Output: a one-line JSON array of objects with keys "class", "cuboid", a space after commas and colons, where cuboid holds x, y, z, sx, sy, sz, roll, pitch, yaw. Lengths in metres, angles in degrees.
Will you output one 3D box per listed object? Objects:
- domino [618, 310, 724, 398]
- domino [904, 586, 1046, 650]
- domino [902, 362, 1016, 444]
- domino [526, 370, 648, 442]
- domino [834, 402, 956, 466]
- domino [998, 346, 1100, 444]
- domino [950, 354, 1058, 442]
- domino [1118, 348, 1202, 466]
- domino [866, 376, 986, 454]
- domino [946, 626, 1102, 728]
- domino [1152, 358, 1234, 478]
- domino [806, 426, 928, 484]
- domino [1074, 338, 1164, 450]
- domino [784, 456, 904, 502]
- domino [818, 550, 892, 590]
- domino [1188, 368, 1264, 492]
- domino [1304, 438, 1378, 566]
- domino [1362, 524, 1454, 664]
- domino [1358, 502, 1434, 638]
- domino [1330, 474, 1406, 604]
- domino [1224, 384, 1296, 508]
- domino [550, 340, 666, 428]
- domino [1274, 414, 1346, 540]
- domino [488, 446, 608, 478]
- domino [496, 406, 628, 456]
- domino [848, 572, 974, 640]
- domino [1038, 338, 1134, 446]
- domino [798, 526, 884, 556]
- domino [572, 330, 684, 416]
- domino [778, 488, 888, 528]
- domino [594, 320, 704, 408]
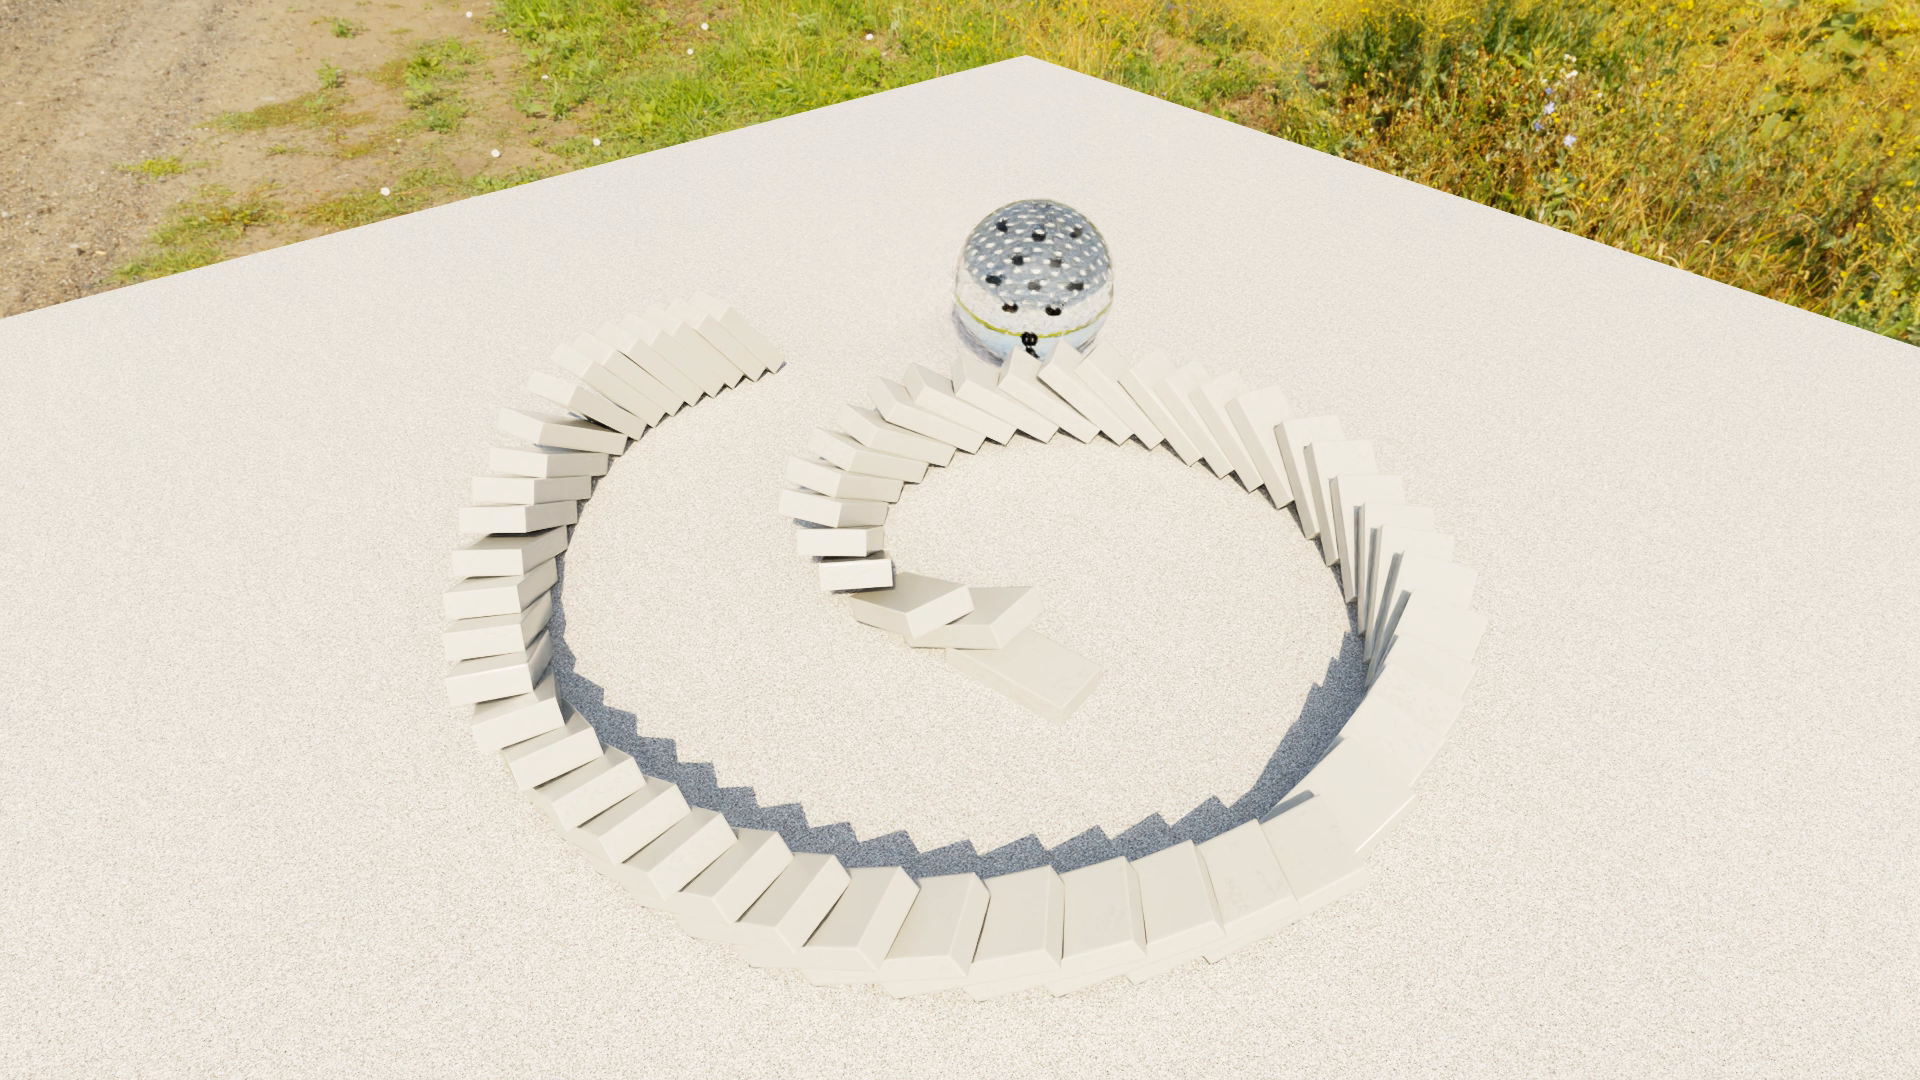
[{"class": "domino", "cuboid": [-0.136, -0.087, 0.521, 0.025, 0.050, 0.009, 30, 83, 32]}, {"class": "domino", "cuboid": [0.004, 0.027, 0.390, 0.050, 0.009, 0.025, -5, 27, 49]}, {"class": "domino", "cuboid": [0.000, -0.062, 0.497, 0.050, 0.010, 0.025, 21, 25, -29]}, {"class": "domino", "cuboid": [-0.165, -0.059, 0.489, 0.025, 0.050, 0.010, 21, 85, 23]}, {"class": "domino", "cuboid": [-0.028, -0.045, 0.478, 0.050, 0.010, 0.025, 9, 23, -49]}, {"class": "domino", "cuboid": [0.042, -0.067, 0.505, 0.050, 0.009, 0.025, 30, 38, -13]}, {"class": "domino", "cuboid": [0.020, -0.065, 0.502, 0.050, 0.010, 0.025, 24, 31, -23]}, {"class": "domino", "cuboid": [0.096, -0.060, 0.495, 0.025, 0.010, 0.050, -38, 88, -37]}, {"class": "domino", "cuboid": [-0.015, -0.056, 0.490, 0.050, 0.010, 0.025, 17, 25, -37]}, {"class": "domino", "cuboid": [0.022, 0.044, 0.390, 0.050, 0.010, 0.025, 26, 46, 28]}, {"class": "domino", "cuboid": [0.110, -0.054, 0.488, 0.025, 0.010, 0.050, -33, 85, -35]}, {"class": "domino", "cuboid": [-0.039, -0.036, 0.466, 0.025, 0.010, 0.050, 30, 14, 31]}, {"class": "domino", "cuboid": [0.076, -0.067, 0.502, 0.050, 0.010, 0.025, 44, 41, -4]}, {"class": "domino", "cuboid": [-0.047, -0.025, 0.452, 0.025, 0.010, 0.050, 21, 9, 25]}, {"class": "domino", "cuboid": [-0.038, 0.011, 0.408, 0.025, 0.010, 0.050, -4, 3, -5]}, {"class": "domino", "cuboid": [0.123, -0.048, 0.480, 0.025, 0.009, 0.050, -26, 81, -32]}, {"class": "domino", "cuboid": [0.156, -0.015, 0.442, 0.025, 0.010, 0.050, -3, 71, -6]}, {"class": "domino", "cuboid": [0.161, 0.021, 0.395, 0.025, 0.010, 0.050, 9, 75, 7]}, {"class": "domino", "cuboid": [0.162, 0.012, 0.409, 0.025, 0.009, 0.050, 5, 72, 6]}, {"class": "domino", "cuboid": [0.160, -0.001, 0.426, 0.025, 0.009, 0.050, 0, 69, 0]}, {"class": "domino", "cuboid": [0.136, -0.041, 0.470, 0.025, 0.009, 0.050, -18, 77, -28]}, {"class": "domino", "cuboid": [-0.160, -0.070, 0.501, 0.025, 0.050, 0.009, 30, 84, 31]}, {"class": "domino", "cuboid": [0.150, -0.027, 0.456, 0.025, 0.009, 0.050, -8, 72, -10]}, {"class": "domino", "cuboid": [-0.172, -0.033, 0.463, 0.025, 0.009, 0.050, 8, 6, 9]}, {"class": "domino", "cuboid": [-0.172, -0.047, 0.479, 0.025, 0.009, 0.050, 20, 7, 24]}, {"class": "domino", "cuboid": [-0.018, 0.023, 0.396, 0.025, 0.009, 0.050, -24, 15, -25]}, {"class": "domino", "cuboid": [0.060, -0.068, 0.504, 0.050, 0.009, 0.025, 39, 38, -12]}, {"class": "domino", "cuboid": [-0.045, 0.000, 0.421, 0.025, 0.010, 0.050, 0, 2, 3]}, {"class": "domino", "cuboid": [-0.153, -0.077, 0.508, 0.025, 0.050, 0.009, 30, 84, 32]}, {"class": "domino", "cuboid": [-0.050, -0.013, 0.438, 0.025, 0.009, 0.050, 14, 6, 16]}, {"class": "domino", "cuboid": [-0.145, -0.082, 0.515, 0.025, 0.050, 0.010, 30, 83, 32]}]
